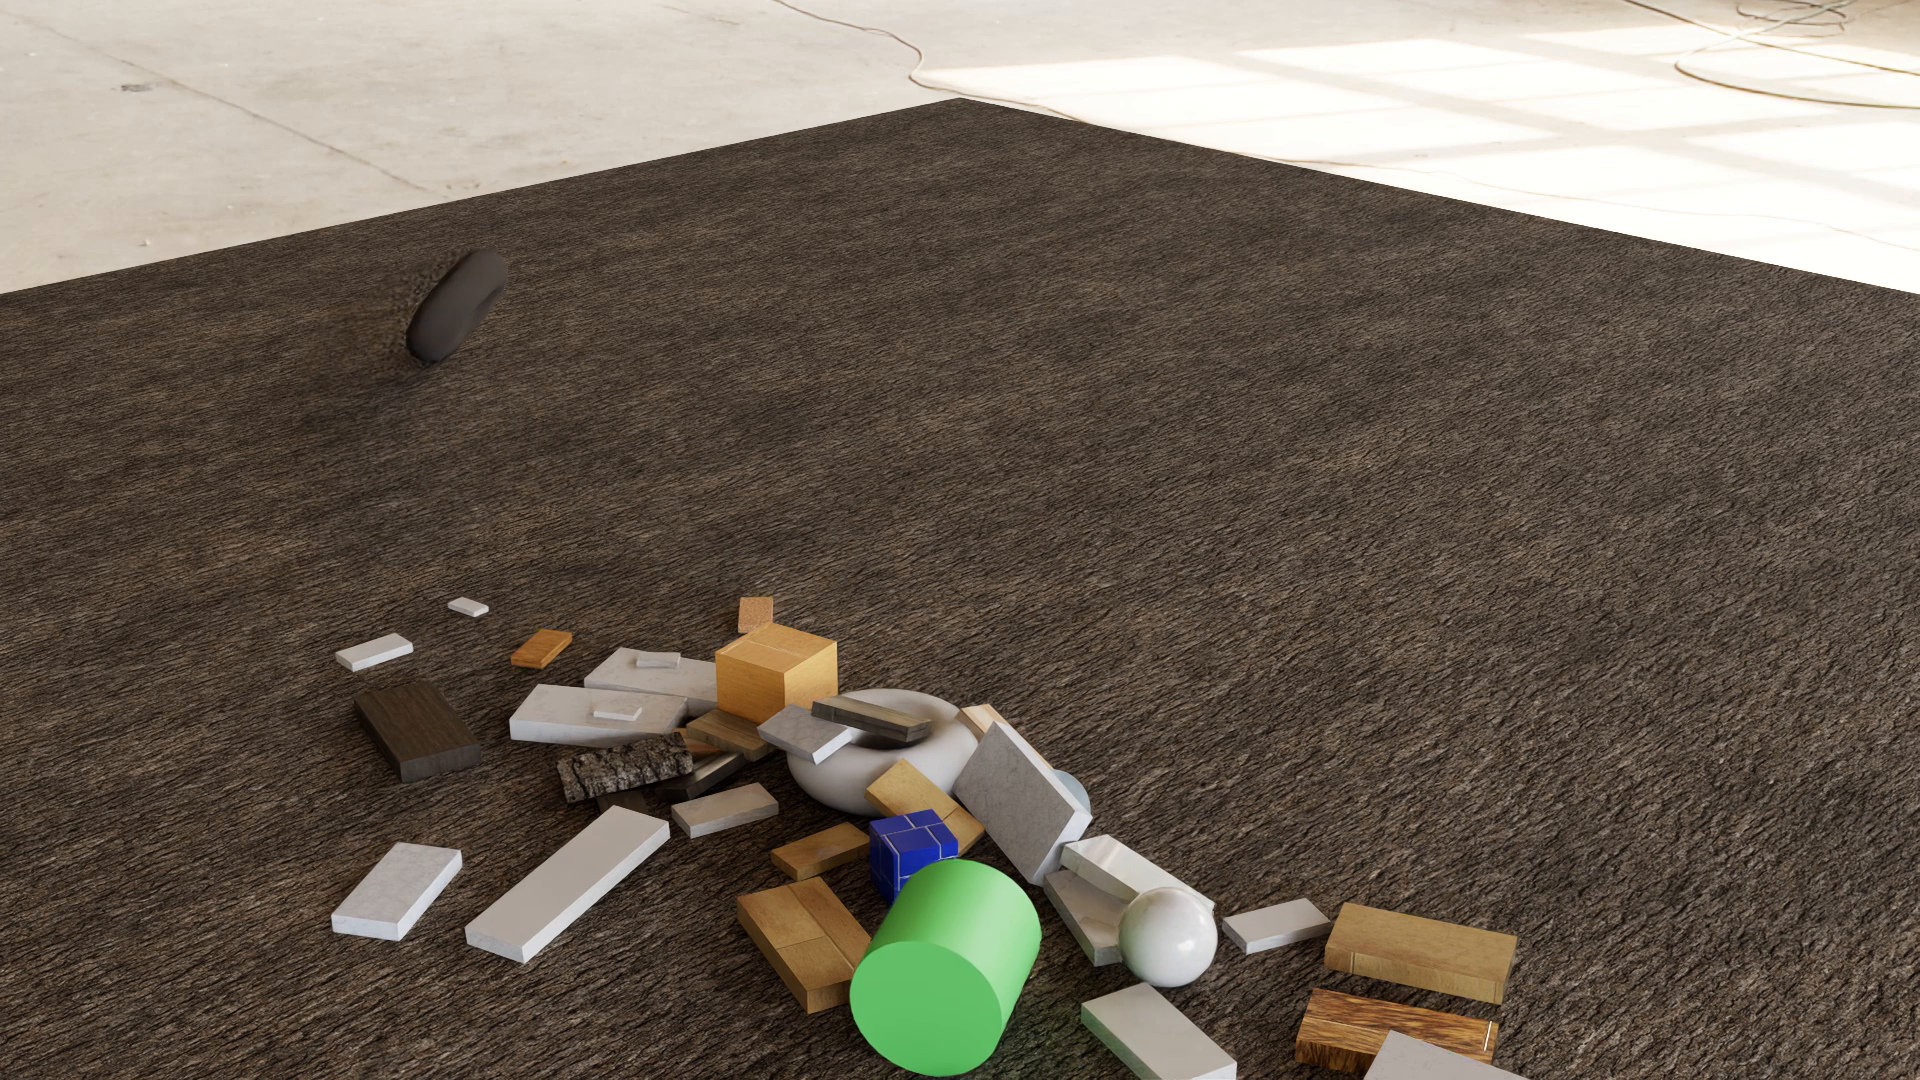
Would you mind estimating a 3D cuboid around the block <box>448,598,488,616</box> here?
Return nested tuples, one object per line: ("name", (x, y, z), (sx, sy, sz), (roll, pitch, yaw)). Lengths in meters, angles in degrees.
("block", (-1.199, 0.163, 5.360), (0.092, 0.013, 0.046), (16, 28, 32))

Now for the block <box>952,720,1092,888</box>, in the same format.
("block", (0.117, 0.512, 4.293), (0.047, 0.167, 0.335), (23, 13, -37))

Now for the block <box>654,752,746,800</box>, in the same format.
("block", (-0.535, 0.488, 4.542), (0.092, 0.026, 0.184), (-5, 16, 37))

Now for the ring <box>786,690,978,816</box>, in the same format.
("ring", (-0.155, 0.438, 4.559), (0.409, 0.136, 0.409), (1, 23, 0))

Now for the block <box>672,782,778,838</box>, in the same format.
("block", (-0.474, 0.545, 4.441), (0.193, 0.027, 0.096), (-13, 26, -27))

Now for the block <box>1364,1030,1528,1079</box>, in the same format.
("block", (0.807, 0.904, 3.511), (0.315, 0.045, 0.157), (16, 40, 27))

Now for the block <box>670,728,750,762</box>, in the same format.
("block", (-0.531, 0.438, 4.695), (0.184, 0.026, 0.092), (2, 23, 5))

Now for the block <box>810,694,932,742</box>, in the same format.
("block", (-0.180, 0.363, 4.479), (0.220, 0.031, 0.110), (13, 8, 24))

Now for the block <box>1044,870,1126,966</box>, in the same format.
("block", (0.264, 0.692, 4.081), (0.134, 0.038, 0.267), (-7, 24, -17))

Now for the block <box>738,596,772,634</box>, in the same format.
("block", (-0.493, 0.180, 5.308), (0.078, 0.022, 0.156), (-1, 23, -3))

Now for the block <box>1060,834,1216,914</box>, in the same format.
("block", (0.330, 0.640, 4.113), (0.267, 0.038, 0.134), (29, 21, 35))

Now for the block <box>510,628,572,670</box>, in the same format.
("block", (-0.976, 0.254, 5.134), (0.078, 0.022, 0.156), (7, 24, 16))

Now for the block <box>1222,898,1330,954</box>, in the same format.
("block", (0.583, 0.711, 4.053), (0.177, 0.025, 0.089), (-10, 25, -22))

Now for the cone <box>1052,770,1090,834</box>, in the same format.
("cone", (0.201, 0.537, 4.402), (0.159, 0.159, 0.159), (7, -3, 16))

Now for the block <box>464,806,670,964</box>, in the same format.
("block", (-0.735, 0.644, 4.156), (0.133, 0.038, 0.447), (12, 30, 27))

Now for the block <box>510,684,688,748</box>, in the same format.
("block", (-0.784, 0.388, 4.785), (0.344, 0.049, 0.172), (4, 23, 10))

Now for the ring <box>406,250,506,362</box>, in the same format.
("ring", (-1.622, -0.753, 7.075), (0.141, 0.423, 0.423), (38, 24, -6))

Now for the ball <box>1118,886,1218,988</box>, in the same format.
("ball", (0.366, 0.701, 3.883), (0.176, 0.176, 0.176), (0, 23, 0))

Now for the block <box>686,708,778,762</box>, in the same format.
("block", (-0.479, 0.414, 4.683), (0.193, 0.027, 0.096), (16, 28, 34))

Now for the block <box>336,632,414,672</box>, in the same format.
("block", (-1.363, 0.261, 5.118), (0.156, 0.022, 0.078), (-20, 30, -39))

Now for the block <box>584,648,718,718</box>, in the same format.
("block", (-0.648, 0.323, 4.936), (0.344, 0.049, 0.172), (8, 24, 18))

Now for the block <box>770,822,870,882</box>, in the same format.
("block", (-0.268, 0.608, 4.295), (0.183, 0.026, 0.091), (-17, 28, -35))

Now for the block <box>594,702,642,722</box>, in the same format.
("block", (-0.739, 0.370, 4.747), (0.092, 0.013, 0.046), (5, 24, 13))

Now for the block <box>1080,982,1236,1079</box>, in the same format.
("block", (0.333, 0.847, 3.715), (0.134, 0.038, 0.267), (-13, 26, -27))

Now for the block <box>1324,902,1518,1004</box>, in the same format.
("block", (0.829, 0.741, 3.956), (0.315, 0.045, 0.158), (9, 25, 20))

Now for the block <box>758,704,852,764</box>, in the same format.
("block", (-0.318, 0.394, 4.479), (0.096, 0.027, 0.193), (-35, 33, -29))

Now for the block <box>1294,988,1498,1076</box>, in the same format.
("block", (0.737, 0.847, 3.708), (0.315, 0.045, 0.158), (8, 24, 18))

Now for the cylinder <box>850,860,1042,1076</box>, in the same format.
("cylinder", (-0.021, 0.722, 3.726), (0.262, 0.262, 0.262), (6, 24, 15))

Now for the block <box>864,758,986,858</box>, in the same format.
("block", (-0.069, 0.535, 4.313), (0.221, 0.031, 0.110), (39, 52, 18))

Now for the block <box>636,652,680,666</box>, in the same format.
("block", (-0.683, 0.271, 4.982), (0.092, 0.013, 0.046), (1, 23, 2))

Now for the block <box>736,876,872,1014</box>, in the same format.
("block", (-0.264, 0.729, 3.982), (0.167, 0.047, 0.335), (-11, 25, -24))

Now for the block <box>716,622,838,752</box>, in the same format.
("block", (-0.396, 0.316, 4.778), (0.186, 0.186, 0.186), (14, 27, 30))

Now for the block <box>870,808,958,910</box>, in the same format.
("block", (-0.088, 0.607, 4.164), (0.129, 0.129, 0.129), (-9, 25, -21))

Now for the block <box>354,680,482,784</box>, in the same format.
("block", (-1.171, 0.408, 4.737), (0.172, 0.049, 0.344), (-13, 26, -27))

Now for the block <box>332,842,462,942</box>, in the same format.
("block", (-1.061, 0.661, 4.154), (0.133, 0.038, 0.265), (5, 24, 12))

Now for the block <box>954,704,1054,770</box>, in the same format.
("block", (0.096, 0.429, 4.552), (0.221, 0.031, 0.110), (44, 23, 24))

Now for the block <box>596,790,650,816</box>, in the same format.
("block", (-0.668, 0.561, 4.404), (0.092, 0.026, 0.184), (-7, 24, -16))

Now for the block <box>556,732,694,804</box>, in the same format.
("block", (-0.696, 0.470, 4.558), (0.266, 0.038, 0.133), (-13, 22, -14))
